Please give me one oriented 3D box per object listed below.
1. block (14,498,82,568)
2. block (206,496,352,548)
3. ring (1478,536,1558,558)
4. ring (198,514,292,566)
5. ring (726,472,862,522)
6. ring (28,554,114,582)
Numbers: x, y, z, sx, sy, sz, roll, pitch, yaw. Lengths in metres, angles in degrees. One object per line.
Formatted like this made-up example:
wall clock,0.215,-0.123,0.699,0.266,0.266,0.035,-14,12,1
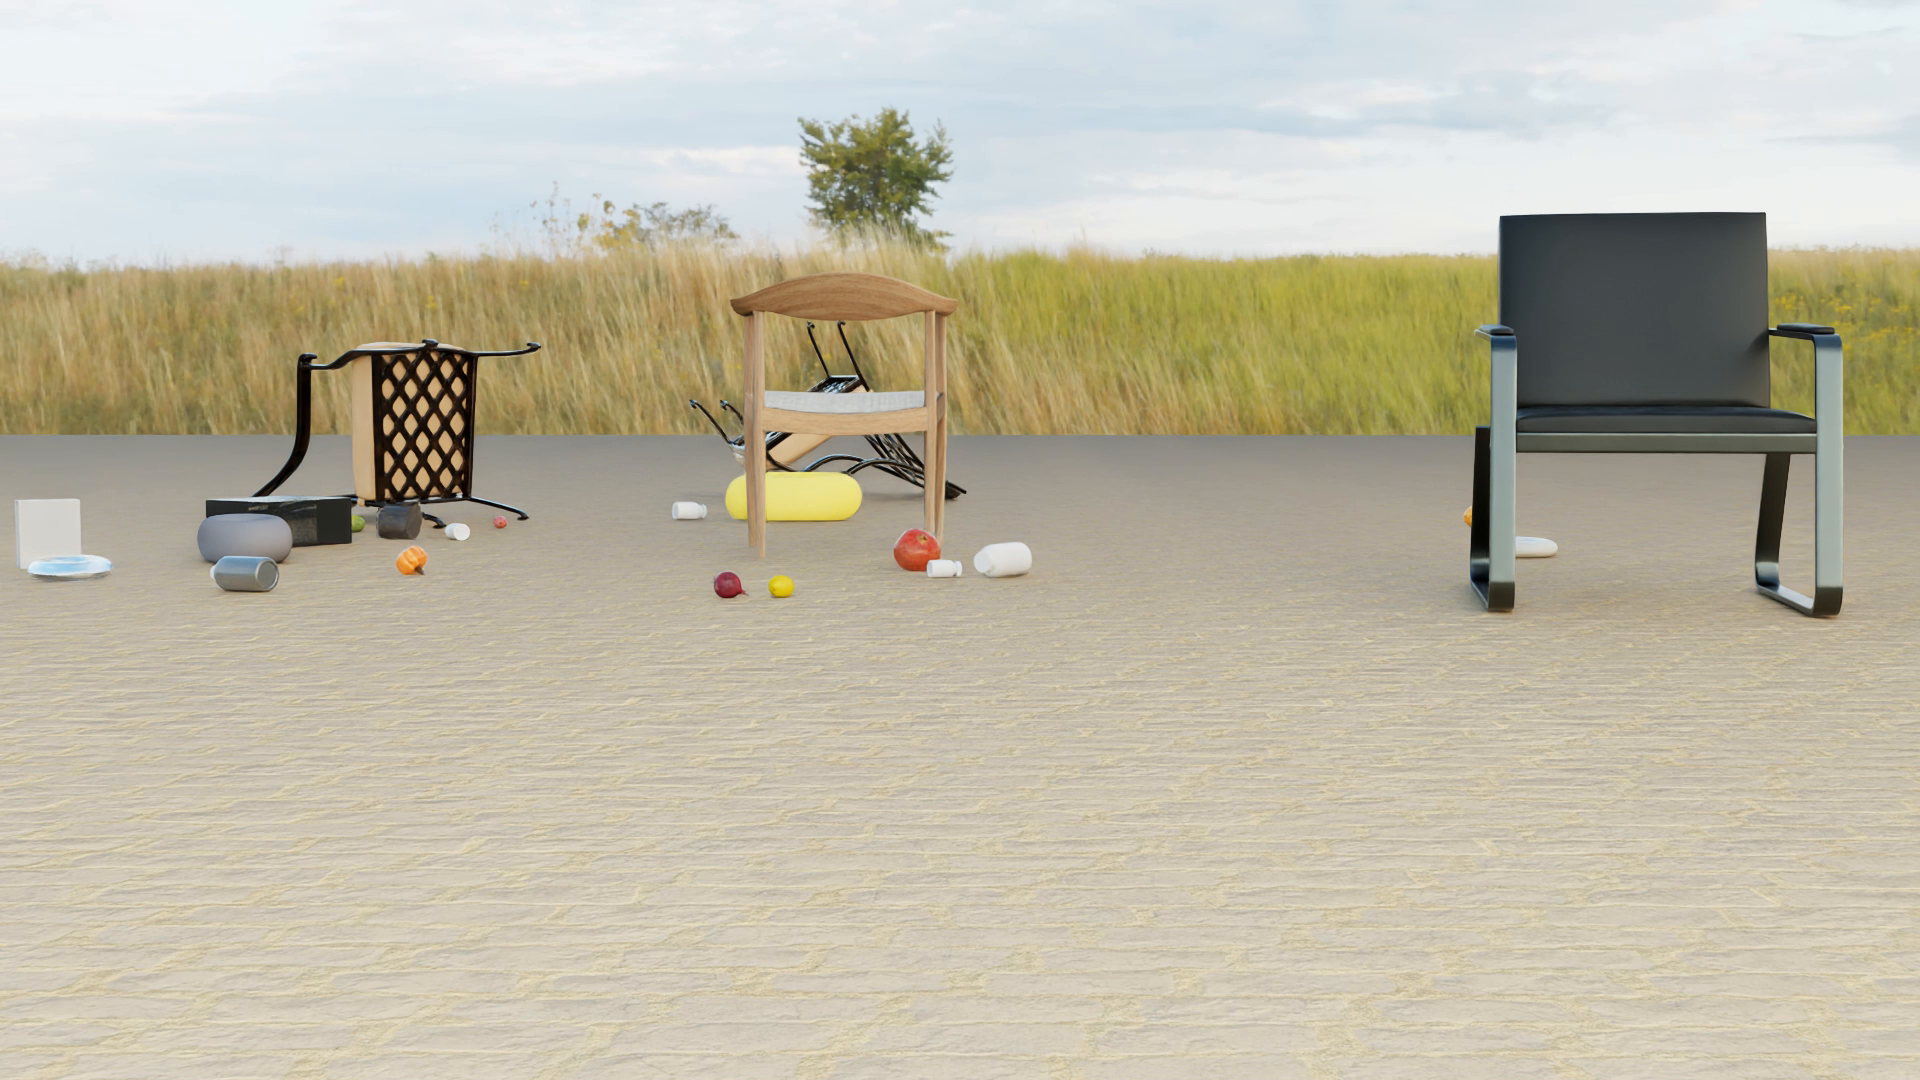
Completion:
block,-2.305,-0.017,5.560,0.143,0.169,0.081,-2,5,-29
block,-1.963,-0.053,6.345,0.264,0.133,0.302,3,5,33
ring,1.502,0.020,5.928,0.211,0.046,0.230,2,5,21
ring,-1.865,-0.002,5.736,0.226,0.117,0.388,-4,6,-31
ring,-0.568,-0.146,7.502,0.465,0.159,0.194,-1,9,-1
ring,-2.111,0.068,5.219,0.188,0.048,0.308,0,4,-15
